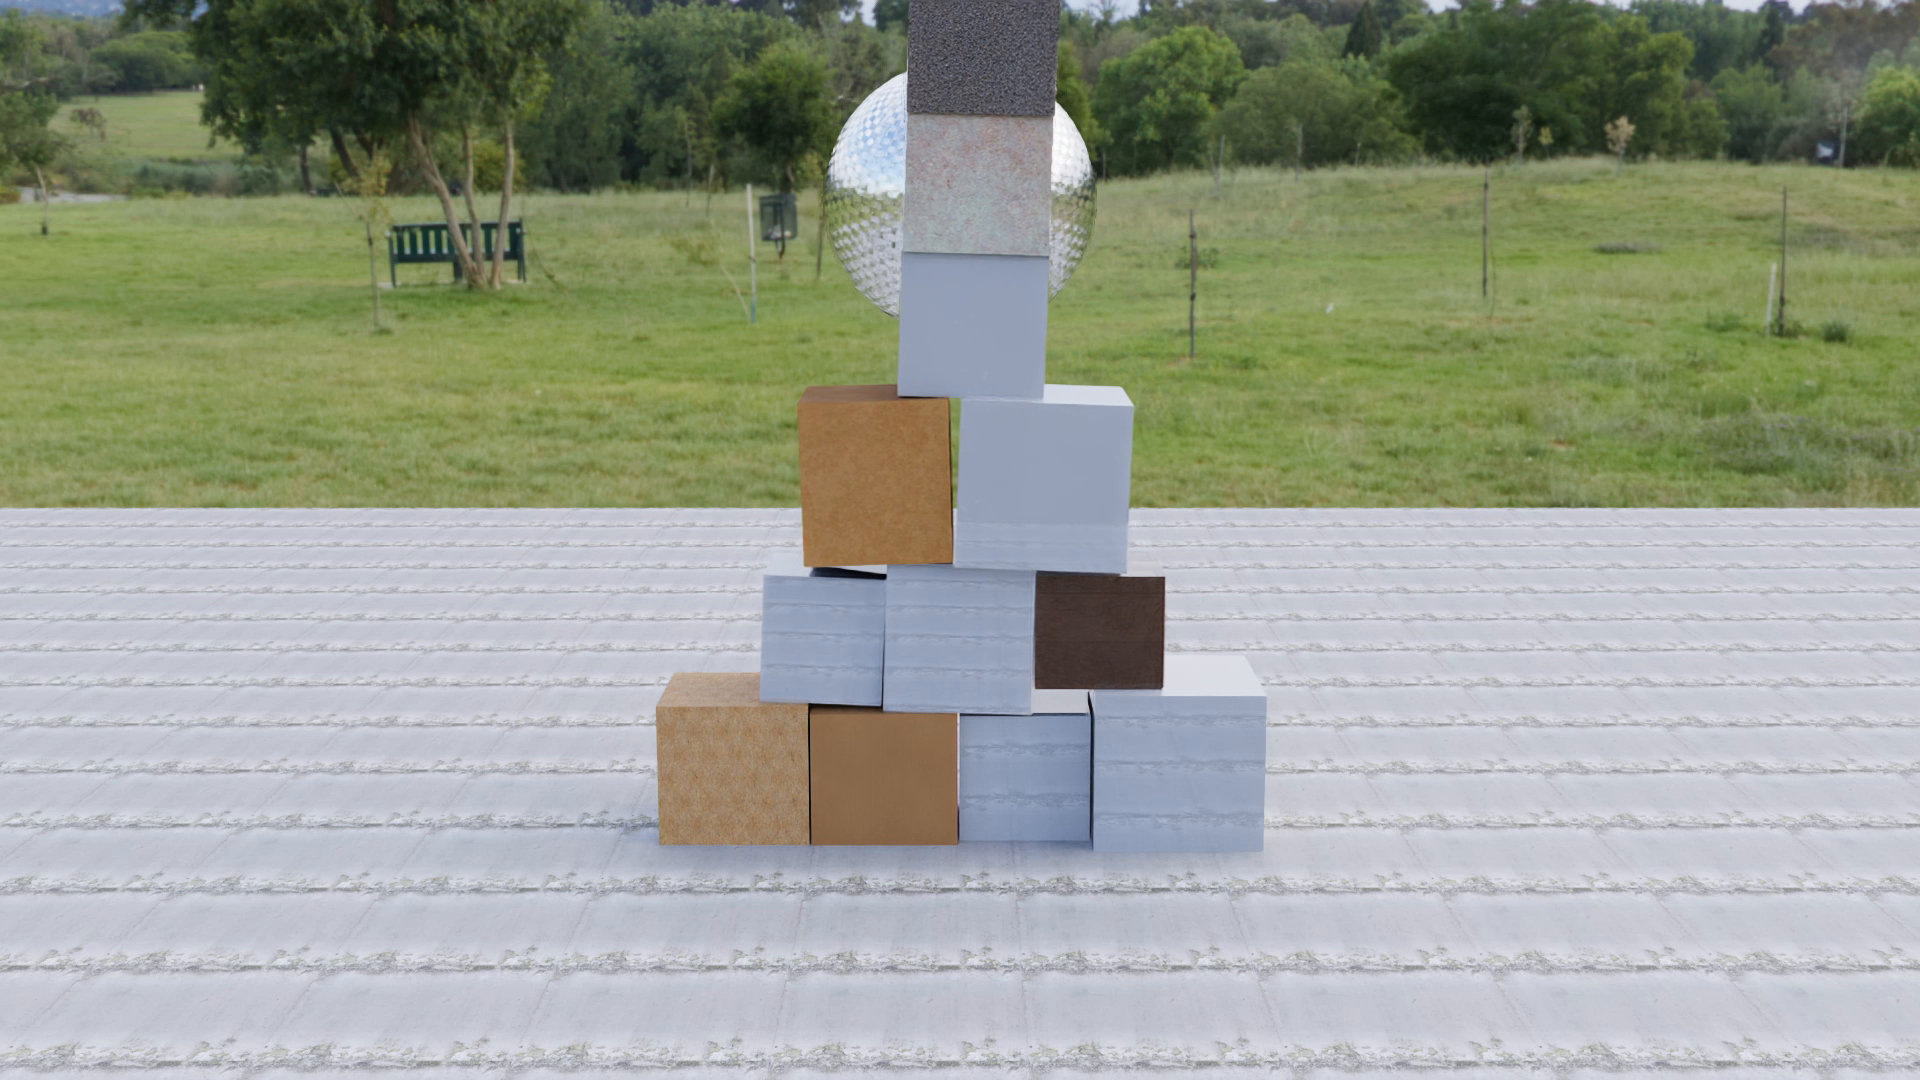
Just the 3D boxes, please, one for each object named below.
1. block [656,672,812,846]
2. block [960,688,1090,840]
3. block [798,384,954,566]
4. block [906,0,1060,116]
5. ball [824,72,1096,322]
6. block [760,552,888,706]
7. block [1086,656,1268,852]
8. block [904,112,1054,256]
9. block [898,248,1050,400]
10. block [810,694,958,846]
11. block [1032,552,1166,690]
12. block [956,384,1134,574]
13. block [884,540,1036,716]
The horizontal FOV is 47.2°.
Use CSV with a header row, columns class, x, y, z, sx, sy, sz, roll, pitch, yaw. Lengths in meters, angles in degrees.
class,x,y,z,sx,sy,sz,roll,pitch,yaw
block,-1.139,1.121,11.386,0.758,0.720,0.717,0,10,0
block,0.327,1.153,11.407,0.661,0.650,0.595,0,10,0
block,-0.412,-0.342,11.104,0.733,0.807,0.756,-2,10,0
block,0.108,-2.378,10.727,0.706,0.596,0.713,2,10,0
ball,0.000,-1.999,12.925,1.600,1.600,1.600,0,10,0
block,-0.685,0.451,11.273,0.612,0.647,0.591,3,10,0
block,1.093,1.085,11.365,0.850,0.798,0.878,0,10,0
block,0.087,-1.763,10.853,0.699,0.660,0.681,2,10,0
block,0.064,-1.094,10.982,0.714,0.702,0.628,2,10,0
block,-0.381,1.142,11.384,0.736,0.680,0.715,0,10,0
block,0.697,0.404,11.269,0.644,0.576,0.669,0,10,0
block,0.409,-0.330,11.118,0.839,0.825,0.838,2,10,0
block,-0.004,0.432,11.273,0.737,0.757,0.688,2,10,0
